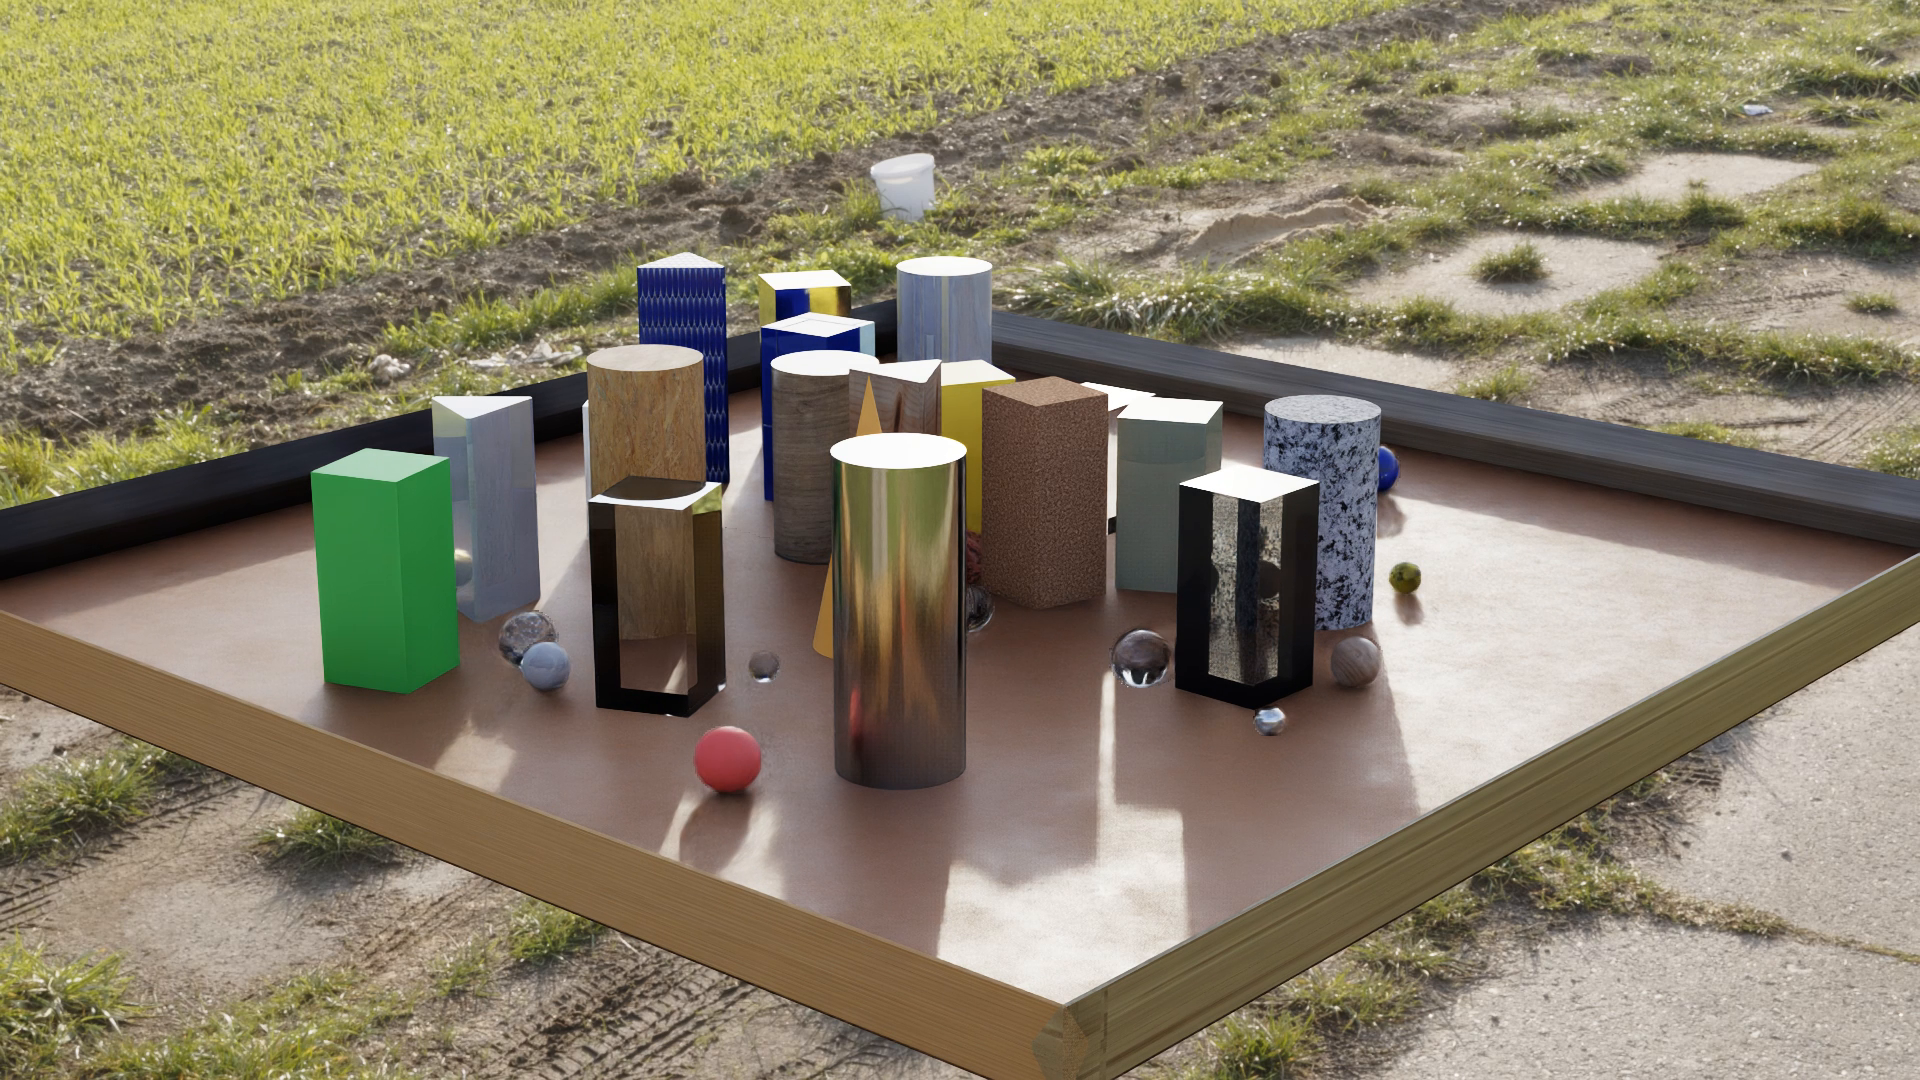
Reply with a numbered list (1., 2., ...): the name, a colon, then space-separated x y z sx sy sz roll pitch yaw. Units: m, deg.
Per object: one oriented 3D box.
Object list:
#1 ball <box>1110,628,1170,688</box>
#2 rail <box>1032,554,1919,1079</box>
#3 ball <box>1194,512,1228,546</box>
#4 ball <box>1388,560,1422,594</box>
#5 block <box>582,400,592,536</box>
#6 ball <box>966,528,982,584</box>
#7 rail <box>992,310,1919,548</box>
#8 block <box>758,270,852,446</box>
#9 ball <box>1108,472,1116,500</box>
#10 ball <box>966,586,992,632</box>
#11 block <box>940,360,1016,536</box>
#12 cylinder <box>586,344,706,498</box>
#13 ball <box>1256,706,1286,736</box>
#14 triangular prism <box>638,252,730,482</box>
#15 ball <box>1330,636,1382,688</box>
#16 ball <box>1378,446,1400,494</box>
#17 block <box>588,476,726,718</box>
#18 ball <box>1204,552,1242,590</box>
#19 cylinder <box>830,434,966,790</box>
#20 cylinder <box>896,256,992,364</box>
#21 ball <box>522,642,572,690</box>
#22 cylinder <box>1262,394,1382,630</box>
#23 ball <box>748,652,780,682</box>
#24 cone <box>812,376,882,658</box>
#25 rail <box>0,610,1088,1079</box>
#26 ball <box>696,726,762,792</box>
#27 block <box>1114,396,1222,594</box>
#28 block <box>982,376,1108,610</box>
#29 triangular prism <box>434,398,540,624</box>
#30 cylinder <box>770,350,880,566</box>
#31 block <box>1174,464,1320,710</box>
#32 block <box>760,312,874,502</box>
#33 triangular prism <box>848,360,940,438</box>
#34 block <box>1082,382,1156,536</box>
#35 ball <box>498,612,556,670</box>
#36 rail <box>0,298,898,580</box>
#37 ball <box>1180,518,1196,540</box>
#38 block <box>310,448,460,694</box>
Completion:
1. ball: 0.287 0.188 4.663 0.094 0.094 0.094 0 17 0
2. rail: 0.992 0.280 4.296 0.045 0.127 2.727 14 22 39
3. ball: 0.463 -0.020 5.402 0.064 0.064 0.064 0 17 0
4. ball: 0.780 0.065 5.134 0.057 0.057 0.057 0 17 0
5. block: -0.613 -0.148 5.508 0.156 0.249 0.156 1 17 4
6. ball: 0.005 0.028 5.186 0.097 0.097 0.097 0 17 0
7. rail: 0.878 -0.260 6.089 2.674 0.127 0.045 14 22 39
8. block: -0.316 -0.356 6.003 0.156 0.361 0.156 -5 17 -15
9. ball: 0.273 -0.107 5.692 0.063 0.063 0.063 0 17 0
10. ball: 0.017 0.116 4.930 0.076 0.076 0.076 0 17 0
11. block: -0.002 -0.147 5.369 0.156 0.327 0.156 -7 18 -22
12. cylinder: -0.528 -0.092 4.981 0.195 0.446 0.195 0 17 0
13. ball: 0.473 0.275 4.459 0.045 0.045 0.045 0 17 0
14. triangular prism: -0.544 -0.343 5.834 0.169 0.435 0.146 0 17 0
15. ball: 0.630 0.194 4.666 0.081 0.081 0.081 0 17 0
16. ball: 0.812 -0.139 5.743 0.096 0.096 0.096 0 17 0
17. block: -0.471 0.087 4.581 0.156 0.335 0.156 5 18 17
18. ball: 0.460 0.053 5.125 0.067 0.067 0.067 0 17 0
19. cylinder: -0.088 0.103 4.271 0.195 0.483 0.195 0 17 0
20. cylinder: -0.032 -0.378 6.043 0.195 0.380 0.195 0 17 0
21. ball: -0.656 0.200 4.649 0.078 0.078 0.078 0 17 0
22. cylinder: 0.610 -0.048 4.984 0.195 0.360 0.195 0 17 0
23. ball: -0.313 0.204 4.688 0.049 0.049 0.049 0 17 0
24. cone: -0.148 -0.048 4.810 0.195 0.460 0.195 0 17 0
25. rail: -0.878 0.324 4.151 2.674 0.127 0.045 14 22 39
26. ball: -0.334 0.317 4.233 0.095 0.095 0.095 0 17 0
27. block: 0.369 -0.079 5.174 0.156 0.310 0.156 5 17 15
28. block: 0.147 -0.083 5.096 0.156 0.362 0.156 -12 20 -33
29. triangular prism: -0.838 -0.062 5.032 0.146 0.359 0.169 10 19 29
30. cylinder: -0.243 -0.151 5.338 0.195 0.353 0.195 0 17 0
31. block: 0.452 0.072 4.625 0.156 0.337 0.156 15 22 40
32. block: -0.273 -0.249 5.680 0.156 0.344 0.156 11 20 32
33. triangular prism: -0.082 -0.116 5.164 0.169 0.386 0.146 13 21 38
34. block: 0.259 -0.155 5.546 0.156 0.241 0.156 12 21 35
35. ball: -0.700 0.163 4.744 0.094 0.094 0.094 0 17 0
36. rail: -0.992 -0.217 5.944 0.045 0.127 2.727 14 22 39
37. ball: 0.429 -0.020 5.444 0.041 0.041 0.041 0 17 0
38. block: -0.916 0.048 4.686 0.156 0.349 0.156 7 18 21
